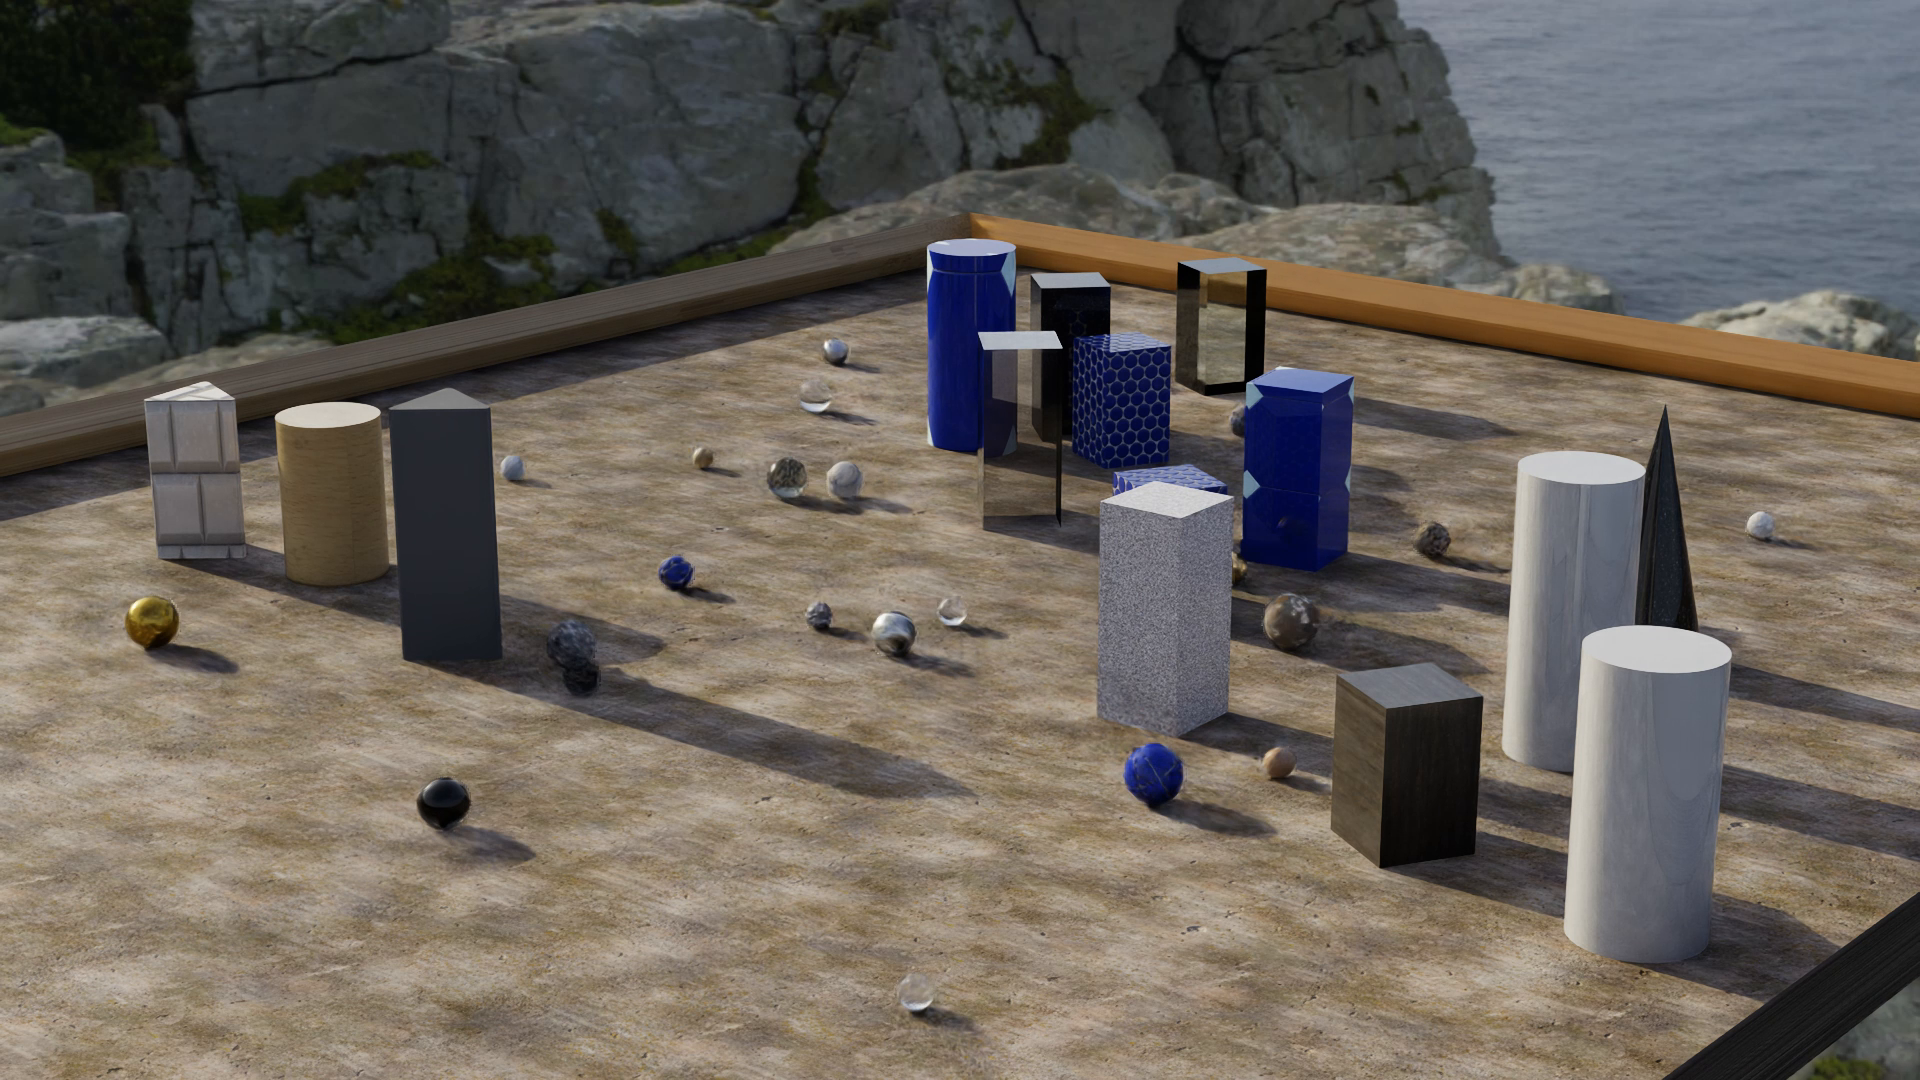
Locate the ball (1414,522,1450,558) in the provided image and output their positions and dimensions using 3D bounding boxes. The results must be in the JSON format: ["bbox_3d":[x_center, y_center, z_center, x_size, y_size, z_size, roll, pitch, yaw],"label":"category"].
[{"bbox_3d":[0.856,-0.001,5.317,0.065,0.065,0.065,0,17,0],"label":"ball"}]

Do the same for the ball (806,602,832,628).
[{"bbox_3d":[-0.237,0.127,4.932,0.045,0.045,0.045,0,17,0],"label":"ball"}]

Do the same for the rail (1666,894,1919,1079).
[{"bbox_3d":[1.437,0.391,3.927,0.045,0.119,4.520,14,22,39],"label":"rail"}]

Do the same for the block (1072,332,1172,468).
[{"bbox_3d":[0.328,-0.286,5.957,0.146,0.240,0.146,-8,18,-24],"label":"block"}]

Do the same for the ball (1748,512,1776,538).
[{"bbox_3d":[1.484,-0.027,5.430,0.050,0.050,0.050,0,17,0],"label":"ball"}]

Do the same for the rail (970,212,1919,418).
[{"bbox_3d":[1.466,-0.460,6.737,3.853,0.119,0.045,14,22,39],"label":"rail"}]

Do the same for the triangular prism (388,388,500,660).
[{"bbox_3d":[-0.832,-0.027,4.790,0.158,0.422,0.137,-1,17,-2],"label":"triangular prism"}]

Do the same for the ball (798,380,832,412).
[{"bbox_3d":[-0.313,-0.310,6.327,0.072,0.072,0.072,0,17,0],"label":"ball"}]

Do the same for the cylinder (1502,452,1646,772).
[{"bbox_3d":[0.904,0.104,4.326,0.182,0.439,0.182,0,17,0],"label":"cylinder"}]

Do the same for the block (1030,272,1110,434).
[{"bbox_3d":[0.231,-0.394,6.184,0.146,0.314,0.146,-2,17,-7],"label":"block"}]

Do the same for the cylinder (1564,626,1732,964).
[{"bbox_3d":[0.867,0.320,3.707,0.182,0.385,0.182,0,17,0],"label":"cylinder"}]

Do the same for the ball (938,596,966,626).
[{"bbox_3d":[-0.013,0.120,4.944,0.050,0.050,0.050,0,17,0],"label":"ball"}]

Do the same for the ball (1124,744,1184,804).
[{"bbox_3d":[0.276,0.333,4.178,0.086,0.086,0.086,0,17,0],"label":"ball"}]

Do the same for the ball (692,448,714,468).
[{"bbox_3d":[-0.516,-0.165,5.899,0.043,0.043,0.043,0,17,0],"label":"ball"}]

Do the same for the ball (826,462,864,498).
[{"bbox_3d":[-0.223,-0.117,5.687,0.072,0.072,0.072,0,17,0],"label":"ball"}]

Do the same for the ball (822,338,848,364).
[{"bbox_3d":[-0.287,-0.435,6.760,0.060,0.060,0.060,0,17,0],"label":"ball"}]

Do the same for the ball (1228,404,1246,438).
[{"bbox_3d":[0.597,-0.249,6.125,0.071,0.071,0.071,0,17,0],"label":"ball"}]

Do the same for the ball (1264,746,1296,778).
[{"bbox_3d":[0.465,0.325,4.275,0.046,0.046,0.046,0,17,0],"label":"ball"}]

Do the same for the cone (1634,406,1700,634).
[{"bbox_3d":[1.118,-0.009,4.706,0.182,0.435,0.182,0,17,0],"label":"cone"}]

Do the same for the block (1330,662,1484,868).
[{"bbox_3d":[0.611,0.307,4.018,0.146,0.229,0.146,-6,18,-19],"label":"block"}]

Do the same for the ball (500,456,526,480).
[{"bbox_3d":[-0.887,-0.144,5.816,0.049,0.049,0.049,0,17,0],"label":"ball"}]

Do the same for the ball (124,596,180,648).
[{"bbox_3d":[-1.331,0.135,4.832,0.087,0.087,0.087,0,17,0],"label":"ball"}]

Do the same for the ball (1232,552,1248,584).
[{"bbox_3d":[0.477,0.049,5.166,0.059,0.059,0.059,0,17,0],"label":"ball"}]

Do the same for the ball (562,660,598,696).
[{"bbox_3d":[-0.597,0.216,4.616,0.056,0.056,0.056,0,17,0],"label":"ball"}]

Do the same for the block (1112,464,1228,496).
[{"bbox_3d":[0.358,0.002,5.035,0.146,0.223,0.146,-6,18,-20],"label":"block"}]

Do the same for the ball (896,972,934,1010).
[{"bbox_3d":[-0.054,0.546,3.545,0.046,0.046,0.046,0,17,0],"label":"ball"}]

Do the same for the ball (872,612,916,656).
[{"bbox_3d":[-0.108,0.153,4.797,0.073,0.073,0.073,0,17,0],"label":"ball"}]

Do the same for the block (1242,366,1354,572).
[{"bbox_3d":[0.608,-0.129,5.285,0.146,0.330,0.146,9,19,28],"label":"block"}]

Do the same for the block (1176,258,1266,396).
[{"bbox_3d":[0.580,-0.476,6.528,0.146,0.274,0.146,-7,18,-22],"label":"block"}]

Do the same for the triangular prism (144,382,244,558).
[{"bbox_3d":[-1.379,-0.129,5.343,0.158,0.295,0.137,0,17,-2],"label":"triangular prism"}]

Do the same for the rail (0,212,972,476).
[{"bbox_3d":[-1.437,-0.332,6.315,0.045,0.119,4.520,14,22,39],"label":"rail"}]

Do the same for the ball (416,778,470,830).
[{"bbox_3d":[-0.720,0.368,4.086,0.074,0.074,0.074,0,17,0],"label":"ball"}]

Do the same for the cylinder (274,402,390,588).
[{"bbox_3d":[-1.112,-0.082,5.197,0.182,0.289,0.182,0,17,0],"label":"cylinder"}]

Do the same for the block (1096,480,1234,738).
[{"bbox_3d":[0.314,0.104,4.485,0.146,0.347,0.146,13,21,36],"label":"block"}]

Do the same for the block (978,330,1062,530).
[{"bbox_3d":[0.111,-0.206,5.511,0.146,0.346,0.146,-1,17,-4],"label":"block"}]

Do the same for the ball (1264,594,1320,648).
[{"bbox_3d":[0.546,0.133,4.830,0.091,0.091,0.091,0,17,0],"label":"ball"}]

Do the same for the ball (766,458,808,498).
[{"bbox_3d":[-0.335,-0.120,5.686,0.079,0.079,0.079,0,17,0],"label":"ball"}]

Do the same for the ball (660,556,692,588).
[{"bbox_3d":[-0.498,0.057,5.139,0.059,0.059,0.059,0,17,0],"label":"ball"}]

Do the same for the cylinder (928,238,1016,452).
[{"bbox_3d":[0.024,-0.402,6.050,0.182,0.409,0.182,0,17,0],"label":"cylinder"}]

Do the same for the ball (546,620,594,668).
[{"bbox_3d":[-0.629,0.168,4.737,0.078,0.078,0.078,0,17,0],"label":"ball"}]
